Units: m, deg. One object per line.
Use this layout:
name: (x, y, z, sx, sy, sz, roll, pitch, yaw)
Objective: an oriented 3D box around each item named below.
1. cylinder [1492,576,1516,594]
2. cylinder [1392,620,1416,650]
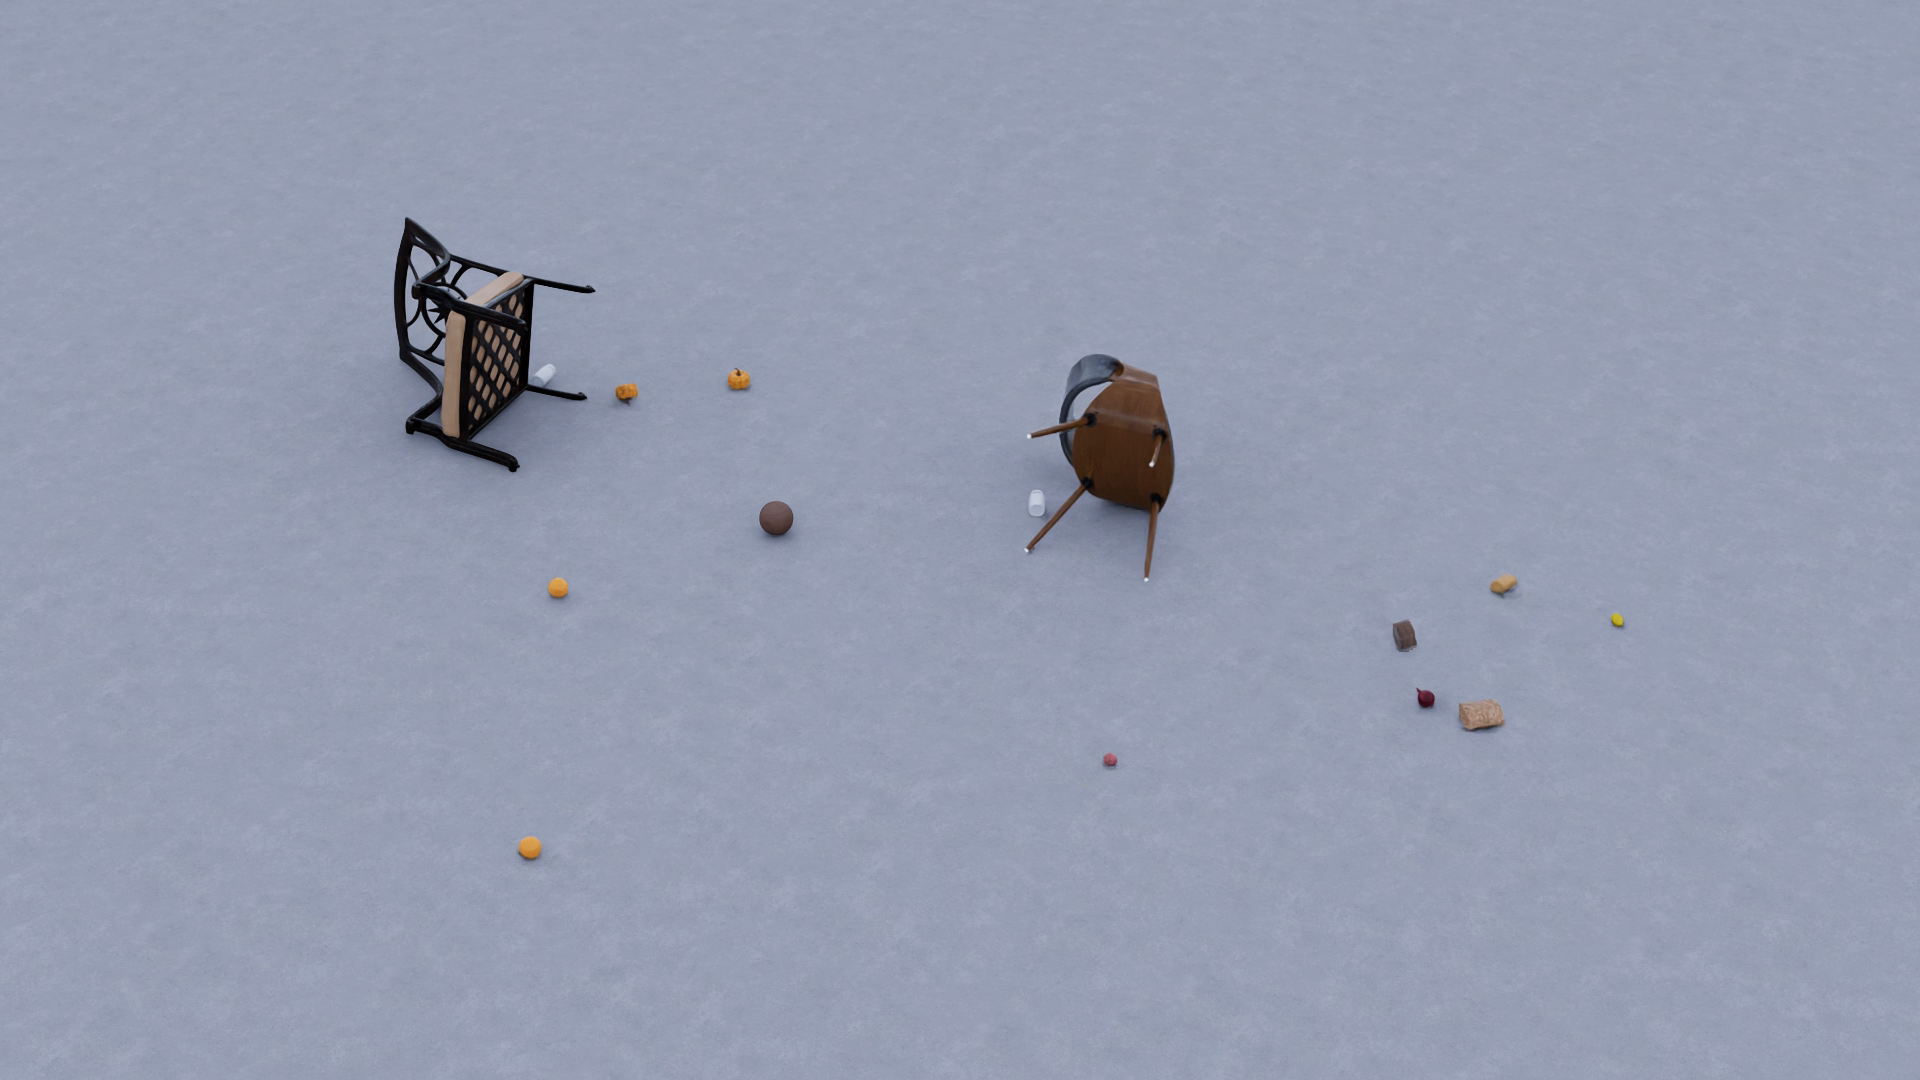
cylinder: (1.977, 0.160, 10.655, 0.075, 0.047, 0.061, -20, 8, -39)
cylinder: (1.565, 0.334, 10.330, 0.055, 0.109, 0.082, -19, 42, -5)
